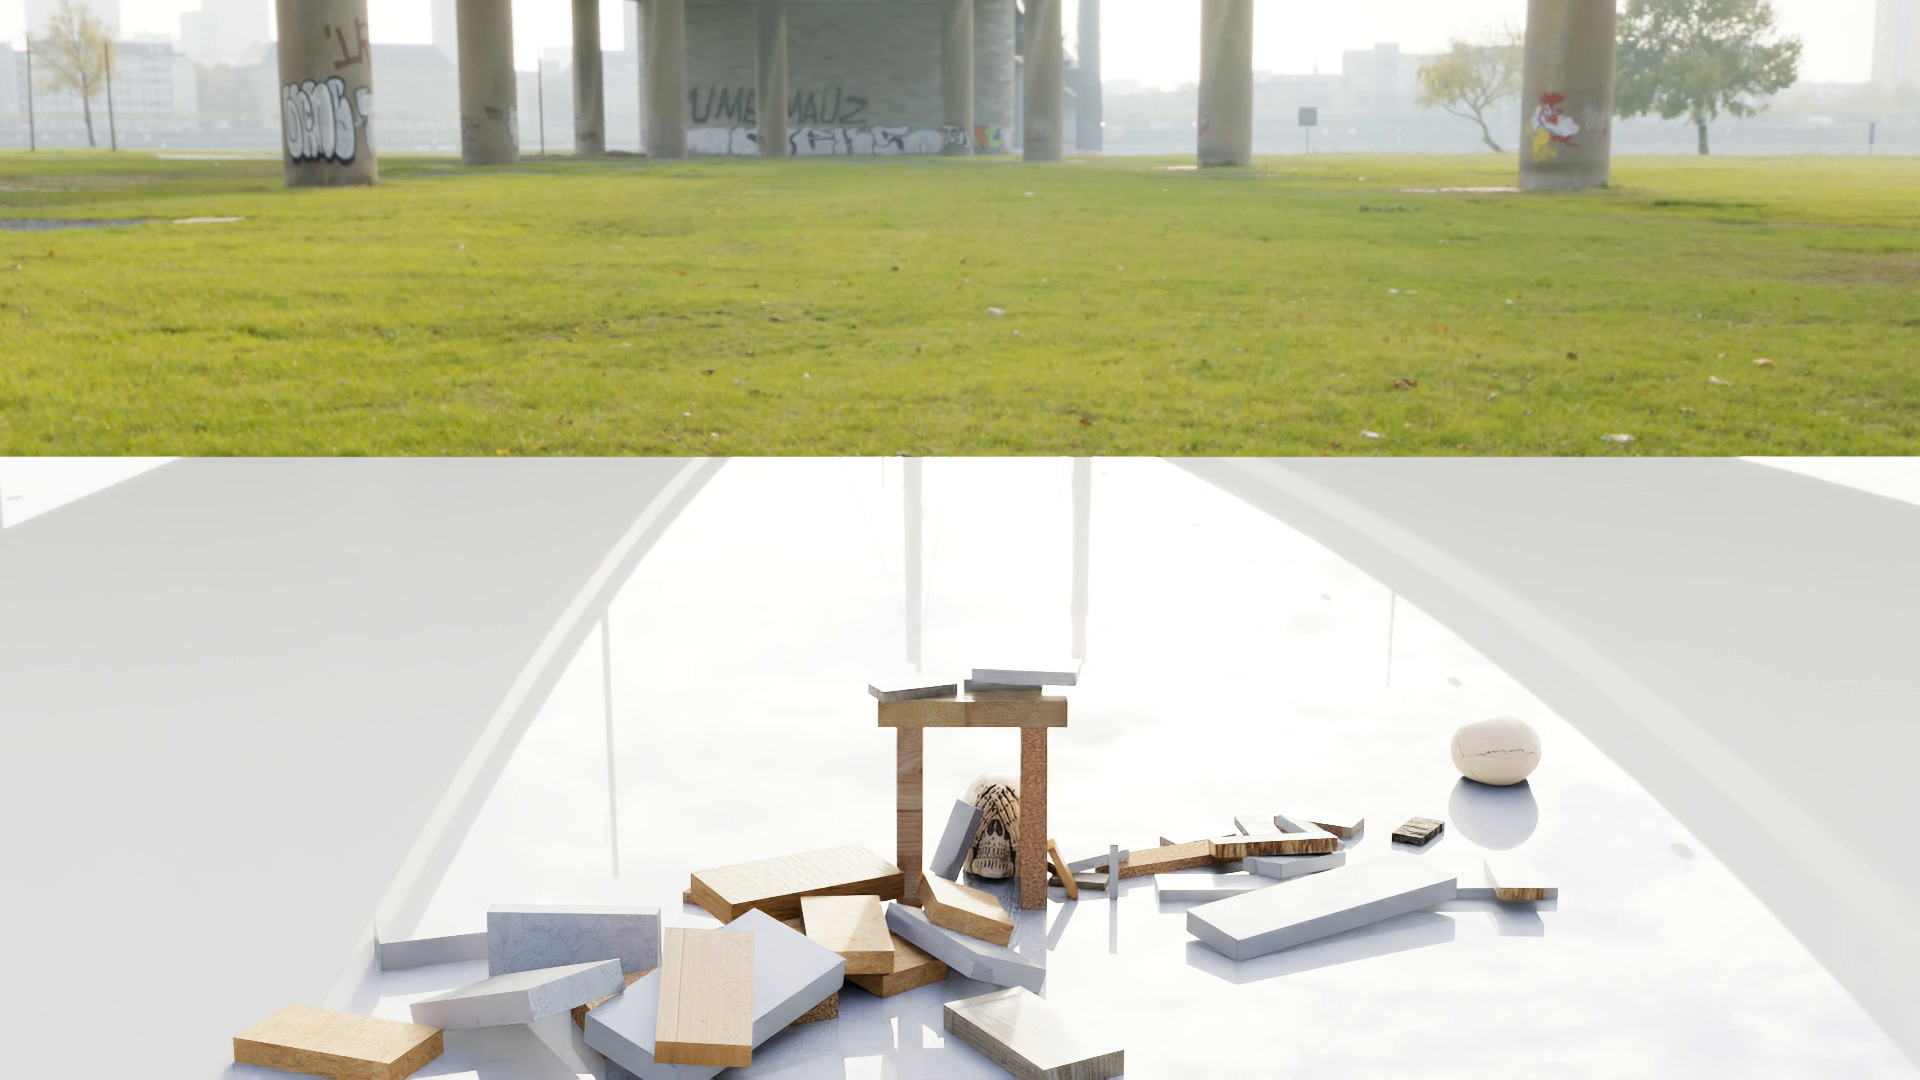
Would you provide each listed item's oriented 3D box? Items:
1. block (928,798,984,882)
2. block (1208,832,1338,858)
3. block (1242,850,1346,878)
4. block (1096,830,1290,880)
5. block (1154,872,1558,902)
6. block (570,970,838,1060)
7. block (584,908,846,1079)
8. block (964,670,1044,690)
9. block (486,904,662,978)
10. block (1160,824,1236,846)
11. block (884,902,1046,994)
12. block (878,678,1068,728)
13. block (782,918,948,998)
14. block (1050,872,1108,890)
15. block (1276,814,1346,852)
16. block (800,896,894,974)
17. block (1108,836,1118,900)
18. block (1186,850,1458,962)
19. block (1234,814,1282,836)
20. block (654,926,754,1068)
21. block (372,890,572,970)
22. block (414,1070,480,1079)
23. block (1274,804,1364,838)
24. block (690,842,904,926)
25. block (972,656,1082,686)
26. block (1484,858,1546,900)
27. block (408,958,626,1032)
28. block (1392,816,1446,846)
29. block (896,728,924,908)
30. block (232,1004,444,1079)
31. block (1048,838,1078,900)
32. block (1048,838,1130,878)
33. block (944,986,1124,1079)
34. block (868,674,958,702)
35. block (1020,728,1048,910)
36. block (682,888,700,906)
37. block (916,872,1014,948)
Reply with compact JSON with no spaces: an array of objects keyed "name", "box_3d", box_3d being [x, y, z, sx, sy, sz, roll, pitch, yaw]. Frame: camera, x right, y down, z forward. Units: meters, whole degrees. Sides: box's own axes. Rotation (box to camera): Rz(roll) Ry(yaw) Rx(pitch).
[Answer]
[{"name":"block","box_3d":[-0.006,0.512,3.744,0.019,0.131,0.066,23,-3,-31]},{"name":"block","box_3d":[0.537,0.524,3.779,0.209,0.024,0.086,-3,-1,-2]},{"name":"block","box_3d":[0.571,0.549,3.753,0.171,0.024,0.085,-2,2,-42]},{"name":"block","box_3d":[0.422,0.548,3.840,0.384,0.020,0.071,-5,11,-24]},{"name":"block","box_3d":[0.659,0.579,3.670,0.661,0.021,0.074,0,11,-1]},{"name":"block","box_3d":[-0.367,0.661,3.155,0.345,0.049,0.172,-5,12,-25]},{"name":"block","box_3d":[-0.335,0.636,3.046,0.172,0.049,0.345,23,29,29]},{"name":"block","box_3d":[0.071,0.231,3.633,0.131,0.019,0.066,0,11,0]},{"name":"block","box_3d":[-0.568,0.604,3.247,0.251,0.126,0.036,0,11,2]},{"name":"block","box_3d":[0.425,0.533,3.929,0.128,0.016,0.058,-6,12,-28]},{"name":"block","box_3d":[0.004,0.613,3.318,0.130,0.037,0.259,19,-2,-33]},{"name":"block","box_3d":[0.021,0.267,3.610,0.307,0.043,0.153,0,11,0]},{"name":"block","box_3d":[-0.208,0.607,3.426,0.122,0.035,0.446,-8,16,-39]},{"name":"block","box_3d":[0.202,0.575,3.715,0.095,0.014,0.048,3,11,15]},{"name":"block","box_3d":[0.621,0.521,3.902,0.071,0.020,0.142,18,3,-16]},{"name":"block","box_3d":[-0.173,0.592,3.309,0.122,0.035,0.245,1,10,-8]},{"name":"block","box_3d":[0.255,0.544,3.655,0.014,0.095,0.048,0,11,2]},{"name":"block","box_3d":[0.584,0.584,3.530,0.454,0.037,0.130,-9,17,-30]},{"name":"block","box_3d":[0.531,0.515,3.918,0.058,0.016,0.115,-1,11,-7]},{"name":"block","box_3d":[-0.345,0.617,2.984,0.126,0.036,0.251,4,25,-7]},{"name":"block","box_3d":[-0.757,0.609,3.446,0.304,0.043,0.152,-4,11,-19]},{"name":"block","box_3d":[-0.653,0.749,2.678,0.172,0.049,0.345,-4,11,-19]},{"name":"block","box_3d":[0.656,0.514,4.019,0.149,0.021,0.074,6,12,29]},{"name":"block","box_3d":[-0.258,0.549,3.502,0.304,0.043,0.152,-6,14,-31]},{"name":"block","box_3d":[0.110,0.215,3.601,0.171,0.024,0.086,2,11,9]},{"name":"block","box_3d":[0.920,0.562,3.649,0.074,0.021,0.149,1,11,3]},{"name":"block","box_3d":[-0.615,0.633,3.046,0.152,0.043,0.304,-11,-5,-45]},{"name":"block","box_3d":[0.828,0.526,3.970,0.058,0.016,0.115,7,12,32]},{"name":"block","box_3d":[-0.083,0.439,3.643,0.043,0.307,0.153,0,11,-1]},{"name":"block","box_3d":[-0.852,0.693,3.018,0.251,0.036,0.126,4,11,20]},{"name":"block","box_3d":[0.170,0.546,3.655,0.014,0.095,0.048,-25,9,5]},{"name":"block","box_3d":[0.211,0.543,3.768,0.142,0.020,0.071,-9,13,-25]},{"name":"block","box_3d":[0.099,0.689,3.038,0.130,0.037,0.259,-6,12,-30]},{"name":"block","box_3d":[-0.077,0.241,3.575,0.131,0.019,0.066,-5,12,-24]},{"name":"block","box_3d":[0.122,0.439,3.639,0.043,0.307,0.153,0,11,1]},{"name":"block","box_3d":[-0.385,0.589,3.625,0.131,0.018,0.065,5,12,27]},{"name":"block","box_3d":[0.006,0.577,3.440,0.122,0.035,0.245,19,0,-6]}]
